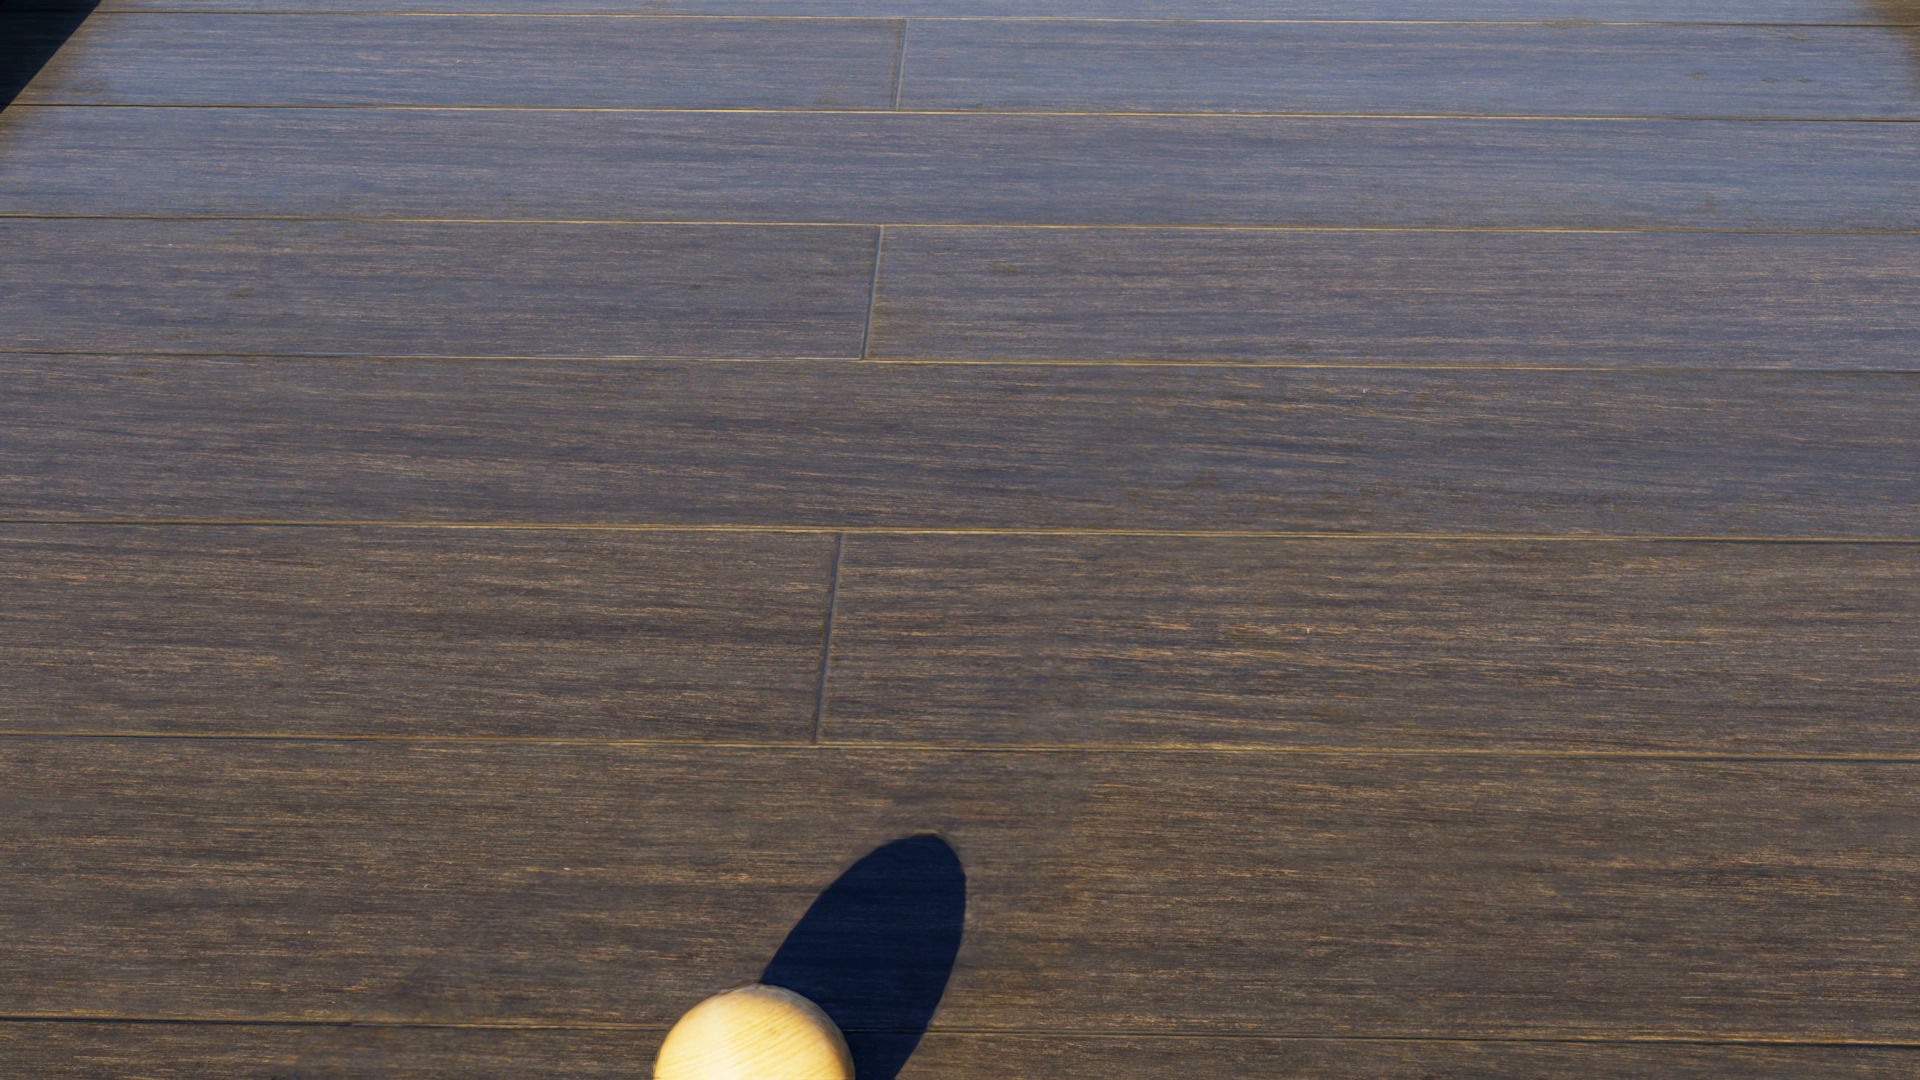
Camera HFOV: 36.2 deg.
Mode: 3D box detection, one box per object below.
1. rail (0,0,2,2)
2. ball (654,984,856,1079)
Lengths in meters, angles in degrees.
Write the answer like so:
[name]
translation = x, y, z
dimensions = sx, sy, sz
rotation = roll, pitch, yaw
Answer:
[rail]
translation = -0.879, -0.437, 2.504
dimensions = 0.045, 0.117, 3.449
rotation = 1, 28, 1
[ball]
translation = -0.090, 0.239, 1.286
dimensions = 0.089, 0.089, 0.089
rotation = 0, 28, 0
